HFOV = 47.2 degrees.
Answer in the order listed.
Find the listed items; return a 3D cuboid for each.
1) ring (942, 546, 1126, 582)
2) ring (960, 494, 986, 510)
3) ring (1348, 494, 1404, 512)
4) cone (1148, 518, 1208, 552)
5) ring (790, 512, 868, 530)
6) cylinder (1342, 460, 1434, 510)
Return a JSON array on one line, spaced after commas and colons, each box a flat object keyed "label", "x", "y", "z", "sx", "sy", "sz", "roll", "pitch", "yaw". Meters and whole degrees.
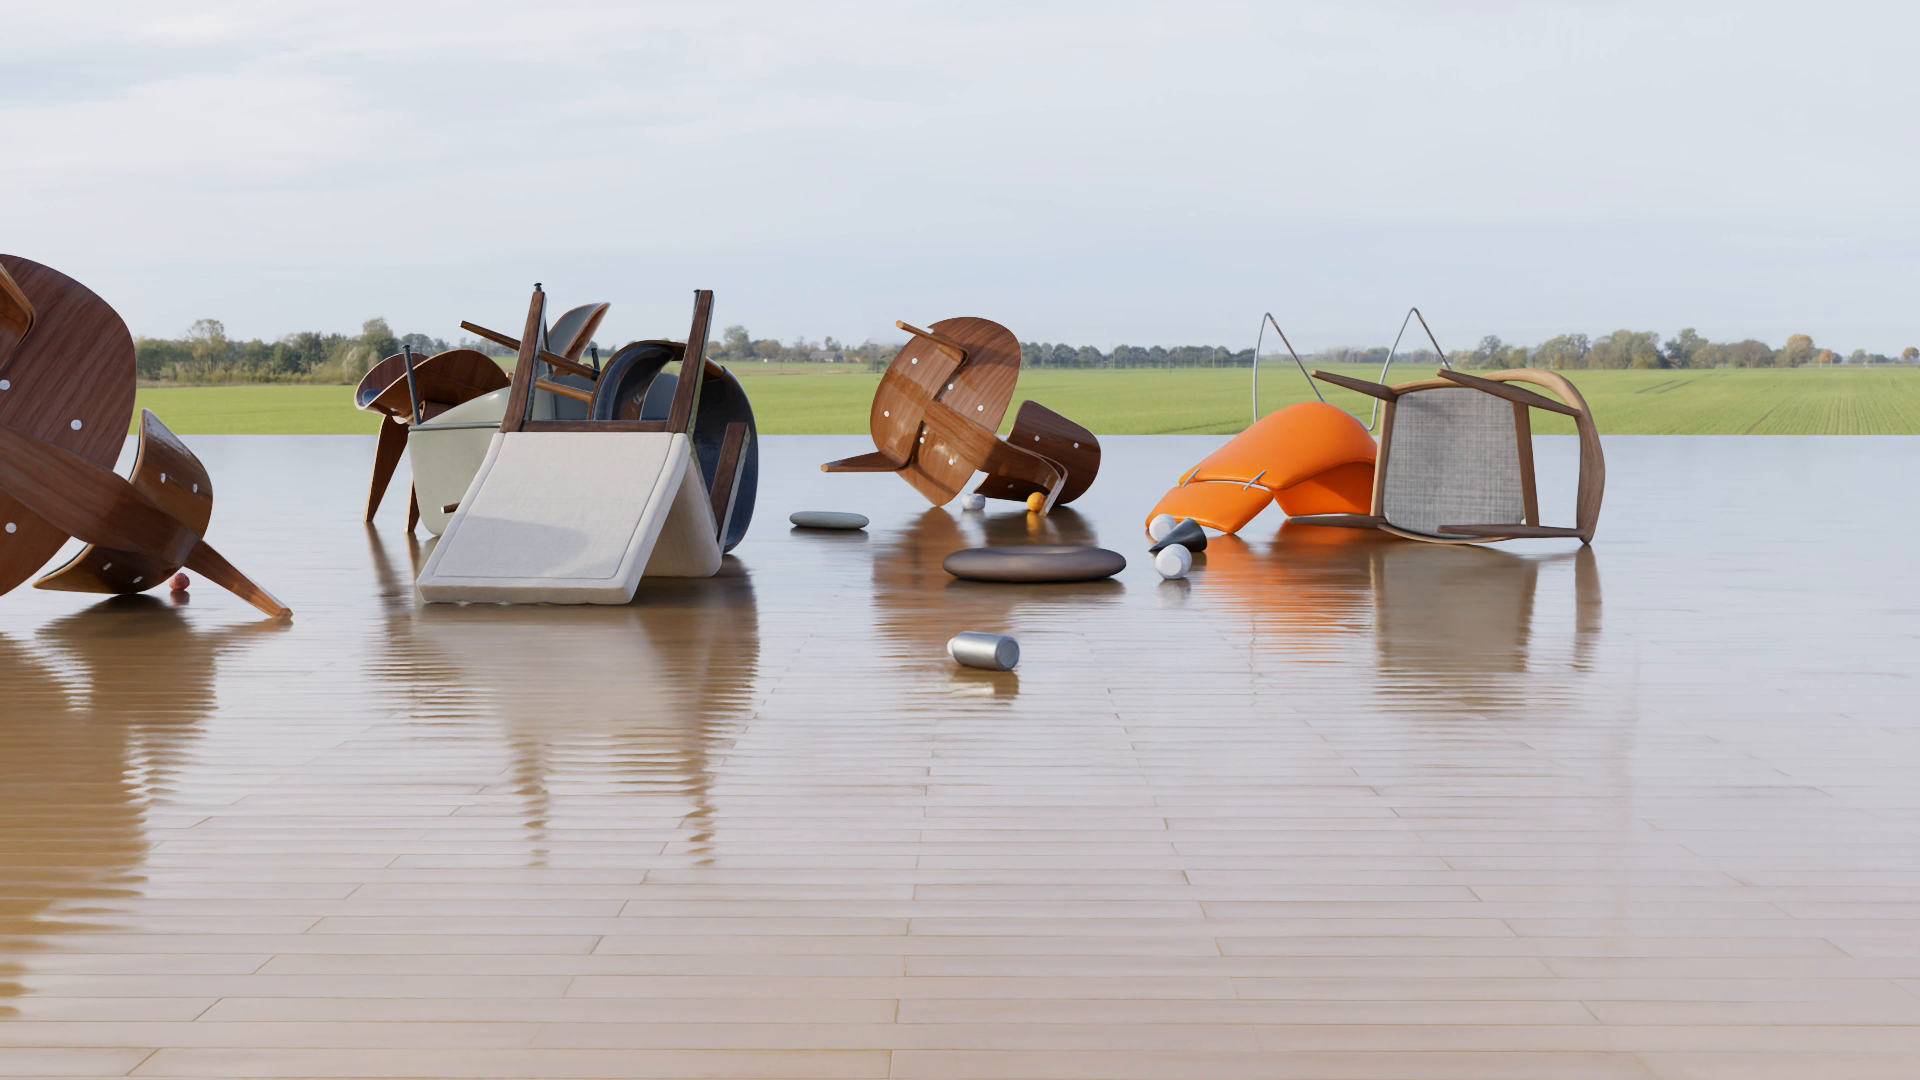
[{"label": "ring", "x": 0.178, "y": 0.056, "z": 5.263, "sx": 0.436, "sy": 0.066, "sz": 0.466, "roll": 2, "pitch": 4, "yaw": 29}, {"label": "ring", "x": 0.049, "y": -0.142, "z": 8.202, "sx": 0.095, "sy": 0.056, "sz": 0.125, "roll": -2, "pitch": 5, "yaw": 1}, {"label": "ring", "x": 1.535, "y": -0.136, "z": 8.131, "sx": 0.217, "sy": 0.056, "sz": 0.125, "roll": 3, "pitch": 4, "yaw": 31}, {"label": "cone", "x": 0.587, "y": 0.007, "z": 6.106, "sx": 0.144, "sy": 0.096, "sz": 0.206, "roll": -19, "pitch": 9, "yaw": -9}, {"label": "ring", "x": -0.427, "y": -0.065, "z": 7.151, "sx": 0.168, "sy": 0.048, "sz": 0.387, "roll": -2, "pitch": 4, "yaw": -38}, {"label": "cylinder", "x": 1.614, "y": -0.211, "z": 8.291, "sx": 0.282, "sy": 0.180, "sz": 0.252, "roll": 2, "pitch": 11, "yaw": 25}]
